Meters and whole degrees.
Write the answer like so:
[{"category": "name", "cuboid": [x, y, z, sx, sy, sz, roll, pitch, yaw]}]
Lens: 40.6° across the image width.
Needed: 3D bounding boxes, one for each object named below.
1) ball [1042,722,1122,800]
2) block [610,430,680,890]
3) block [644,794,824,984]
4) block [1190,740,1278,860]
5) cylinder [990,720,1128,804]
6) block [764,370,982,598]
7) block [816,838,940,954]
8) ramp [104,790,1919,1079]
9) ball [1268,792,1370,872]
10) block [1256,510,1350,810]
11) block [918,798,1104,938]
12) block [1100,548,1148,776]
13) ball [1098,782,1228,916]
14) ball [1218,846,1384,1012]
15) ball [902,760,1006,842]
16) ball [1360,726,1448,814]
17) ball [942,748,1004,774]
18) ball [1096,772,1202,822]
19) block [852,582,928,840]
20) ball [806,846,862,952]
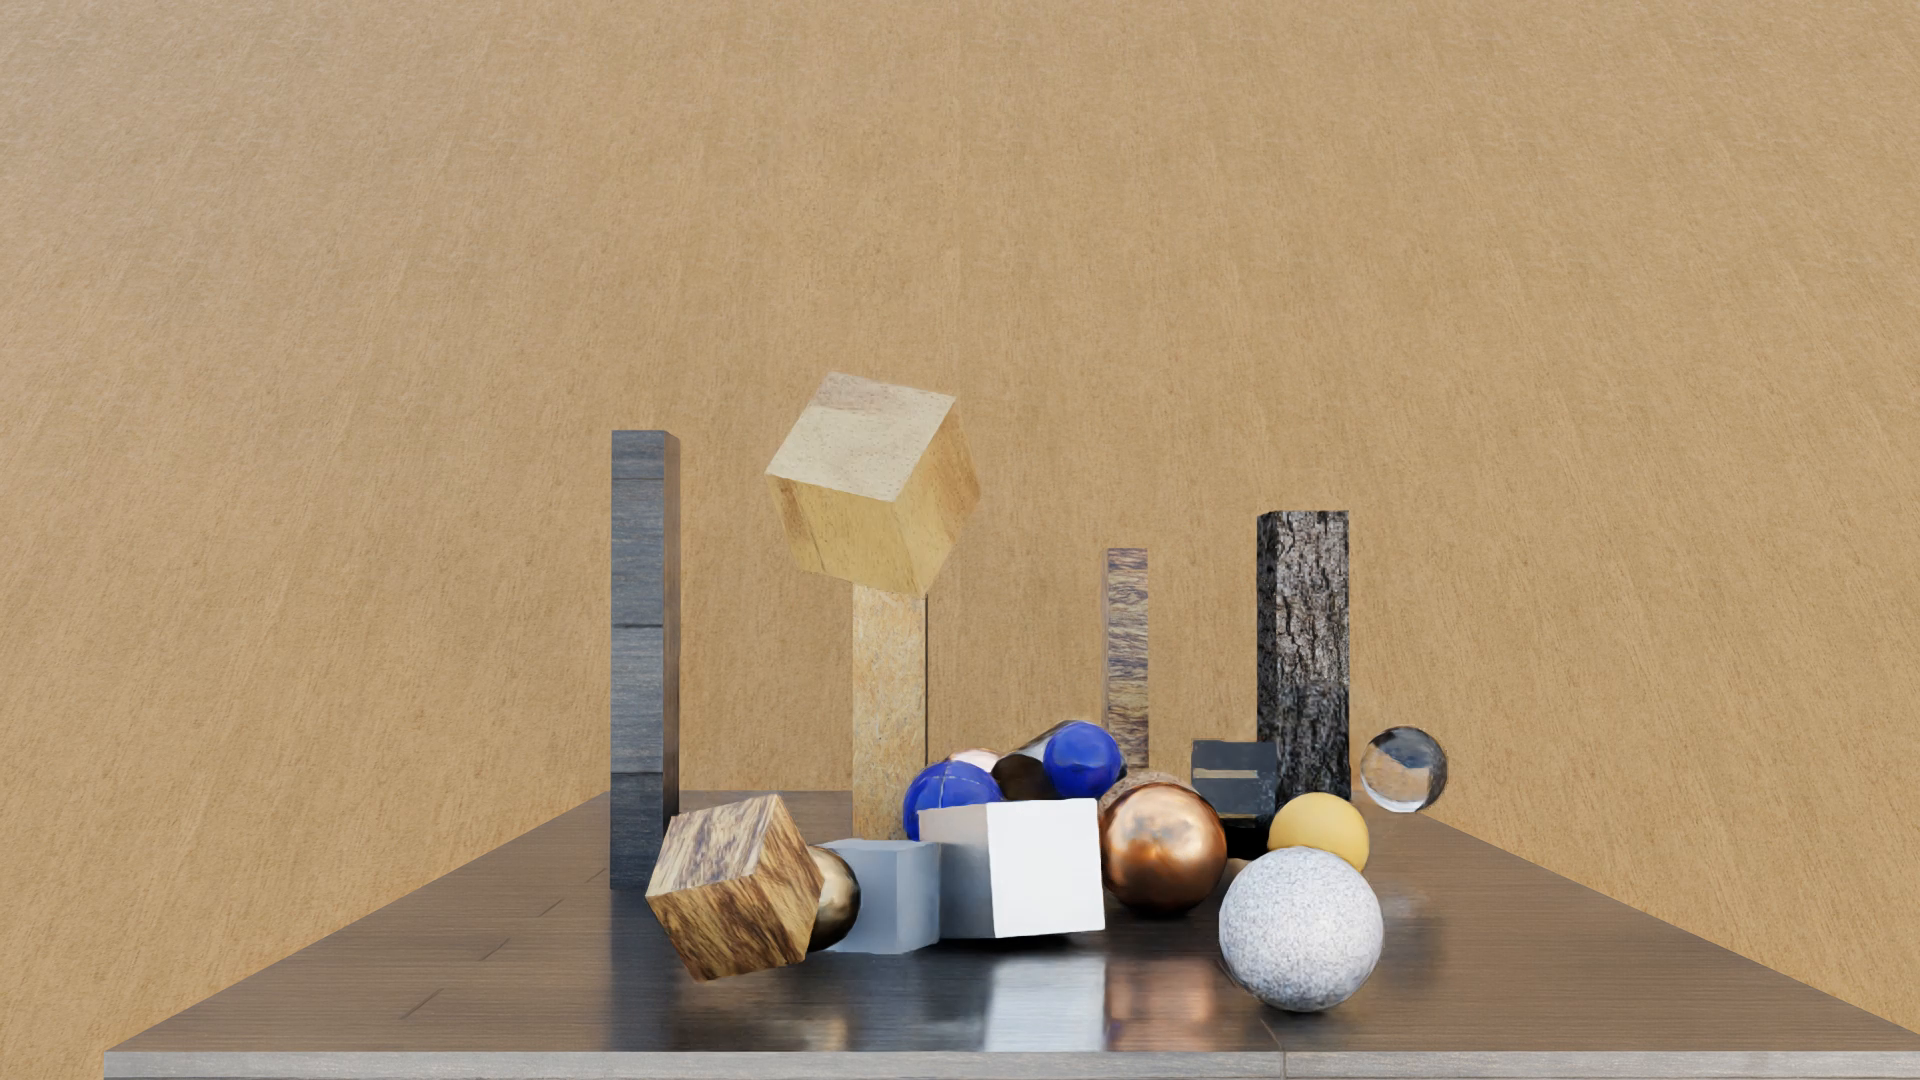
[{"category": "ball", "cuboid": [0.194, 0.353, 4.133, 0.124, 0.124, 0.124, 0, 34, 0]}, {"category": "block", "cuboid": [-0.550, 0.207, 4.555, 0.090, 0.783, 0.264, 0, -1, 0]}, {"category": "block", "cuboid": [-0.276, 0.430, 3.208, 0.148, 0.148, 0.148, -14, 32, 18]}, {"category": "block", "cuboid": [0.508, 0.482, 4.807, 0.156, 0.156, 0.156, 1, 52, 8]}, {"category": "cylinder", "cuboid": [0.175, 0.442, 4.685, 0.186, 0.186, 0.186, 22, 28, 29]}, {"category": "block", "cuboid": [-0.087, -0.058, 2.680, 0.149, 0.149, 0.149, 13, 54, 24]}, {"category": "block", "cuboid": [-0.124, 0.503, 3.679, 0.143, 0.143, 0.143, -1, -2, 23]}, {"category": "ramp", "cuboid": [0.076, 0.654, 4.799, 2.000, 0.100, 4.000, 0, -1, 0]}, {"category": "ball", "cuboid": [0.601, 0.508, 4.349, 0.170, 0.170, 0.170, 0, 34, 0]}, {"category": "block", "cuboid": [0.668, 0.280, 5.070, 0.139, 0.663, 0.320, 0, -1, 0]}, {"category": "block", "cuboid": [0.072, 0.473, 3.733, 0.186, 0.186, 0.186, 1, -8, -32]}, {"category": "block", "cuboid": [0.391, 0.332, 6.195, 0.091, 0.618, 0.325, 0, -1, 0]}, {"category": "ball", "cuboid": [0.312, 0.480, 4.033, 0.208, 0.208, 0.208, 0, 34, 0]}, {"category": "ball", "cuboid": [0.404, 0.462, 3.084, 0.195, 0.195, 0.195, 0, 34, 0]}, {"category": "ball", "cuboid": [-0.010, 0.463, 4.400, 0.178, 0.178, 0.178, 0, 34, 0]}, {"category": "ball", "cuboid": [0.831, 0.430, 4.861, 0.162, 0.162, 0.162, 0, 34, 0]}, {"category": "ball", "cuboid": [0.033, 0.518, 5.245, 0.197, 0.197, 0.197, 0, 34, 0]}, {"category": "ball", "cuboid": [0.319, 0.487, 4.305, 0.208, 0.208, 0.208, 0, 34, 0]}, {"category": "block", "cuboid": [-0.123, 0.255, 4.666, 0.125, 0.692, 0.375, 0, -1, 0]}, {"category": "ball", "cuboid": [-0.208, 0.492, 3.558, 0.145, 0.145, 0.145, 0, 34, 0]}]
